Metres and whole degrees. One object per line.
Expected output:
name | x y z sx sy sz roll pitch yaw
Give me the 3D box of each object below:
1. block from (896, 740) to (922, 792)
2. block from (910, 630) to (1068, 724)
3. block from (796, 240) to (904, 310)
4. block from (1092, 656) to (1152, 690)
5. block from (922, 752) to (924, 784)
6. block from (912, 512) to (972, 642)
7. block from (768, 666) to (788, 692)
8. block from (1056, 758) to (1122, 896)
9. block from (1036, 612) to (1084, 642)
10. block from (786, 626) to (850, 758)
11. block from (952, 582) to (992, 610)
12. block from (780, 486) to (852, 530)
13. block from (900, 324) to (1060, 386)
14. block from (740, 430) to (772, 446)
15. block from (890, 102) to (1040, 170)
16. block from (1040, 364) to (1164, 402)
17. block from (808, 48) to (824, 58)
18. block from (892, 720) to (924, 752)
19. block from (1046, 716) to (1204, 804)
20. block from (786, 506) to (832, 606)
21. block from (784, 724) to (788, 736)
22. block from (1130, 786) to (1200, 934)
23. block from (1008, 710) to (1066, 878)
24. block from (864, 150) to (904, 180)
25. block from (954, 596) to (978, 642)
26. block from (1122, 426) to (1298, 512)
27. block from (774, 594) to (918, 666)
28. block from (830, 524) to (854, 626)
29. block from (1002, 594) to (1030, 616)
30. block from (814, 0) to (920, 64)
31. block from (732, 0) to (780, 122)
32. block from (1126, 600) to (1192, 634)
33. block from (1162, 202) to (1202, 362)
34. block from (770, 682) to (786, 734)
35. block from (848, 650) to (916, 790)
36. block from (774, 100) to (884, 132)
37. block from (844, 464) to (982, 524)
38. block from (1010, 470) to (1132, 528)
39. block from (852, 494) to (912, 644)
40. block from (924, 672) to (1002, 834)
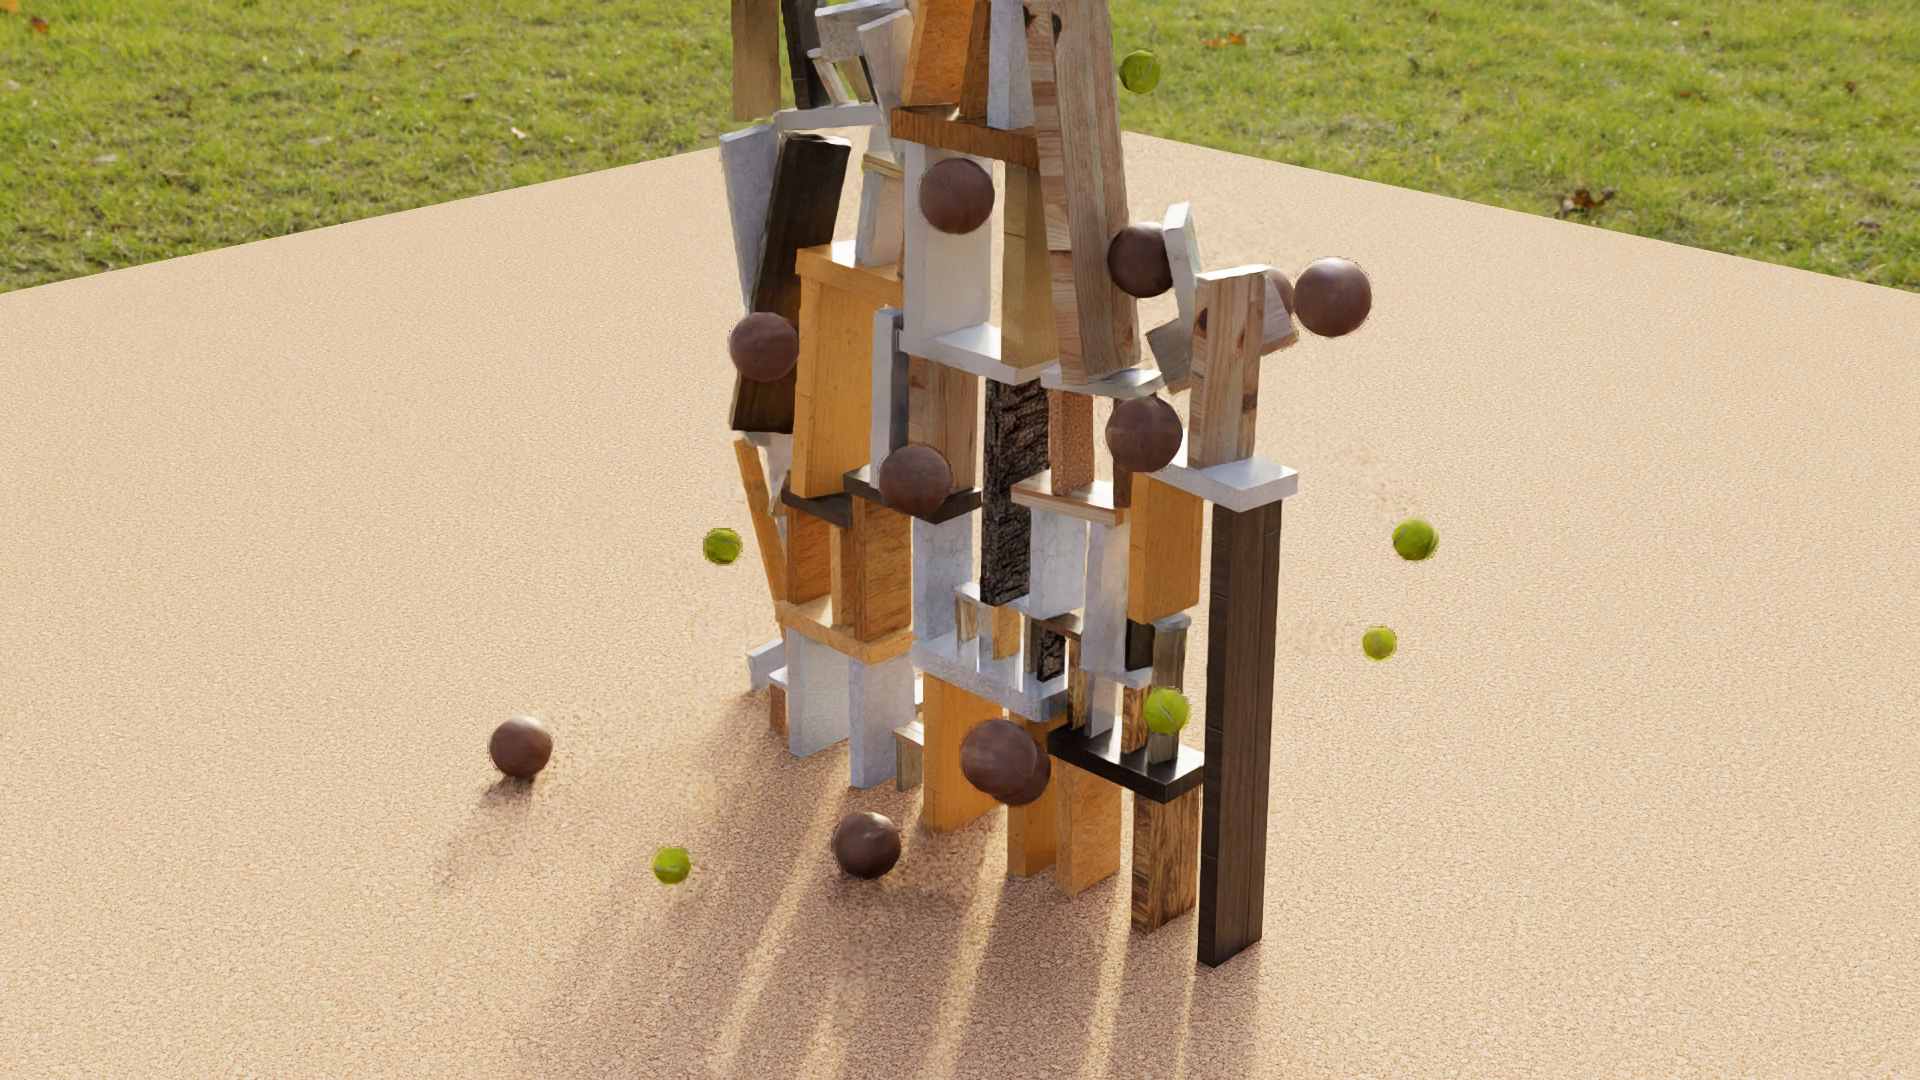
block | -0.104 0.456 4.534 0.017 0.118 0.059 21 31 41
block | 0.088 0.246 4.230 0.173 0.049 0.346 -21 31 -40
block | -0.138 -0.511 4.248 0.174 0.049 0.347 -16 28 -41
block | 0.294 0.236 4.018 0.131 0.019 0.066 20 29 38
block | -0.049 0.478 4.483 0.017 0.118 0.059 21 31 41
block | -0.034 0.060 4.282 0.036 0.254 0.127 21 31 41
block | -0.355 0.309 4.729 0.112 0.016 0.056 27 34 35
block | 0.245 0.520 4.174 0.141 0.282 0.040 -21 30 -41
block | 0.200 0.157 4.061 0.057 0.016 0.113 -19 28 -38
block | -0.297 0.302 4.669 0.042 0.297 0.148 21 31 39
block | 0.034 0.106 4.237 0.047 0.013 0.094 -20 30 -39
block | -0.252 -0.076 4.473 0.217 0.031 0.108 21 31 40
block | 0.041 -0.350 4.040 0.287 0.041 0.144 20 29 39
block | -0.429 -0.226 4.573 0.050 0.014 0.099 1 32 -23
block | 0.069 -0.720 3.874 0.359 0.051 0.180 20 29 38
block | 0.249 -0.281 3.853 0.195 0.028 0.098 11 24 32
block | -0.237 -0.928 4.172 0.095 0.014 0.048 1 19 29
block | -0.076 0.405 4.482 0.118 0.017 0.059 21 31 41
block | 0.312 0.397 4.053 0.282 0.040 0.141 21 30 40
block | -0.309 0.019 4.568 0.031 0.217 0.108 21 31 39
block | -0.339 0.376 4.739 0.056 0.112 0.016 -22 60 -41
block | 0.379 0.572 4.052 0.141 0.282 0.040 -21 30 -40
block | 0.169 0.461 4.232 0.049 0.346 0.173 21 31 41
block | -0.088 -0.693 4.092 0.094 0.027 0.187 -13 26 -35
block | 0.014 0.148 4.277 0.047 0.095 0.013 -20 25 -39
block | 0.423 -0.121 3.730 0.139 0.039 0.278 -17 29 -36
block | -0.229 0.171 4.542 0.148 0.042 0.297 -21 31 -40
block | -0.212 0.059 4.476 0.108 0.217 0.031 -21 31 -40
block | 0.116 0.113 4.151 0.121 0.017 0.060 21 31 40
block | -0.160 -0.922 3.947 0.188 0.094 0.027 -11 41 0
block | -0.392 -0.928 4.237 0.032 0.228 0.114 11 22 27
block | 0.354 0.130 3.922 0.058 0.017 0.117 -13 27 -30
block | 0.380 -0.426 3.647 0.033 0.236 0.118 -8 26 15
block | -0.396 0.359 4.769 0.016 0.112 0.056 -10 27 -24
block | -0.160 0.355 4.544 0.149 0.297 0.042 -21 31 -41
block | -0.215 -0.819 4.221 0.261 0.037 0.131 4 20 36
block | -0.094 -0.097 4.279 0.254 0.036 0.127 20 30 39
block | 0.216 -0.076 3.955 0.227 0.032 0.113 14 25 35
block | -0.155 0.041 4.397 0.036 0.310 0.127 21 30 40
block | 0.007 0.397 4.382 0.049 0.346 0.173 21 31 41
